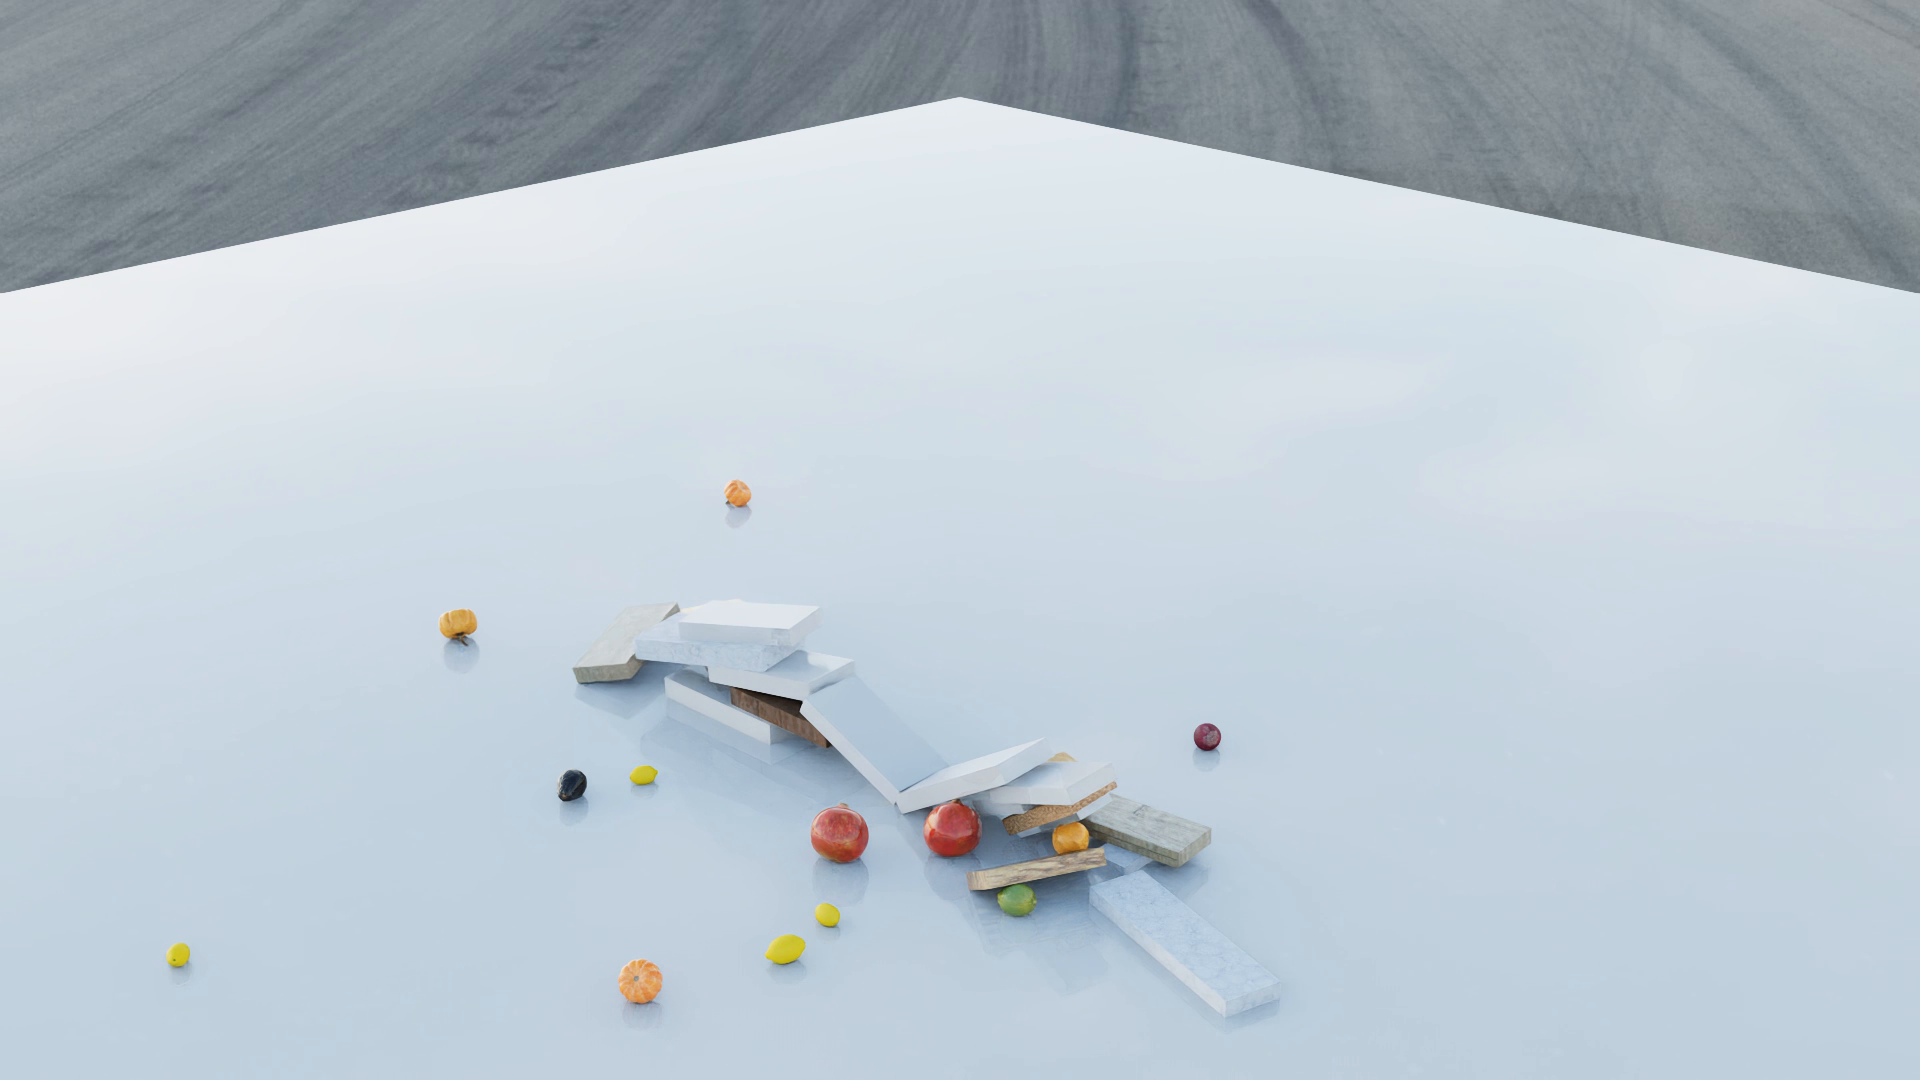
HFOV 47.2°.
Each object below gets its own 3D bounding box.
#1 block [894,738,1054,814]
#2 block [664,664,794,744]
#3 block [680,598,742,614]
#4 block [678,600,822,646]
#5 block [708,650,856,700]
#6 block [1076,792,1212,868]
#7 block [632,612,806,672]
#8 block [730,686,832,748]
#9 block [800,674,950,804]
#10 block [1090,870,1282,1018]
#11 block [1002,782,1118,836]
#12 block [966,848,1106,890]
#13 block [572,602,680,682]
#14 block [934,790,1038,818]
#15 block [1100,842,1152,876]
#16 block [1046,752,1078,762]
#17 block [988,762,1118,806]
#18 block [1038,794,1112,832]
[{"bbox_3d":[0.025,0.469,4.366,0.141,0.040,0.346,-25,1,-40],"label":"block"},{"bbox_3d":[-0.476,0.349,4.877,0.342,0.048,0.171,20,30,38],"label":"block"},{"bbox_3d":[-0.538,0.209,5.127,0.171,0.048,0.342,-11,14,-23],"label":"block"},{"bbox_3d":[-0.460,0.182,4.828,0.283,0.040,0.141,2,19,26],"label":"block"},{"bbox_3d":[-0.388,0.284,4.777,0.299,0.042,0.149,8,22,38],"label":"block"},{"bbox_3d":[0.359,0.568,4.316,0.239,0.034,0.120,16,28,35],"label":"block"},{"bbox_3d":[-0.533,0.224,4.867,0.342,0.048,0.171,4,20,29],"label":"block"},{"bbox_3d":[-0.339,0.356,4.743,0.299,0.042,0.149,20,30,39],"label":"block"},{"bbox_3d":[-0.179,0.414,4.585,0.149,0.042,0.299,-23,55,-42],"label":"block"},{"bbox_3d":[0.403,0.728,4.001,0.120,0.034,0.428,-13,26,-28],"label":"block"},{"bbox_3d":[0.193,0.515,4.293,0.121,0.034,0.243,-27,-2,-33],"label":"block"},{"bbox_3d":[0.144,0.624,4.174,0.239,0.034,0.120,-8,-7,-19],"label":"block"},{"bbox_3d":[-0.766,0.235,5.077,0.141,0.040,0.283,-6,26,23],"label":"block"},{"bbox_3d":[0.072,0.511,4.392,0.243,0.034,0.122,-10,11,44],"label":"block"},{"bbox_3d":[0.342,0.604,4.306,0.083,0.023,0.166,20,30,39],"label":"block"},{"bbox_3d":[0.171,0.488,4.580,0.166,0.023,0.083,-13,26,-29],"label":"block"},{"bbox_3d":[0.175,0.466,4.218,0.121,0.034,0.243,-25,10,-35],"label":"block"},{"bbox_3d":[0.223,0.532,4.316,0.083,0.023,0.166,-27,-2,-29],"label":"block"}]
